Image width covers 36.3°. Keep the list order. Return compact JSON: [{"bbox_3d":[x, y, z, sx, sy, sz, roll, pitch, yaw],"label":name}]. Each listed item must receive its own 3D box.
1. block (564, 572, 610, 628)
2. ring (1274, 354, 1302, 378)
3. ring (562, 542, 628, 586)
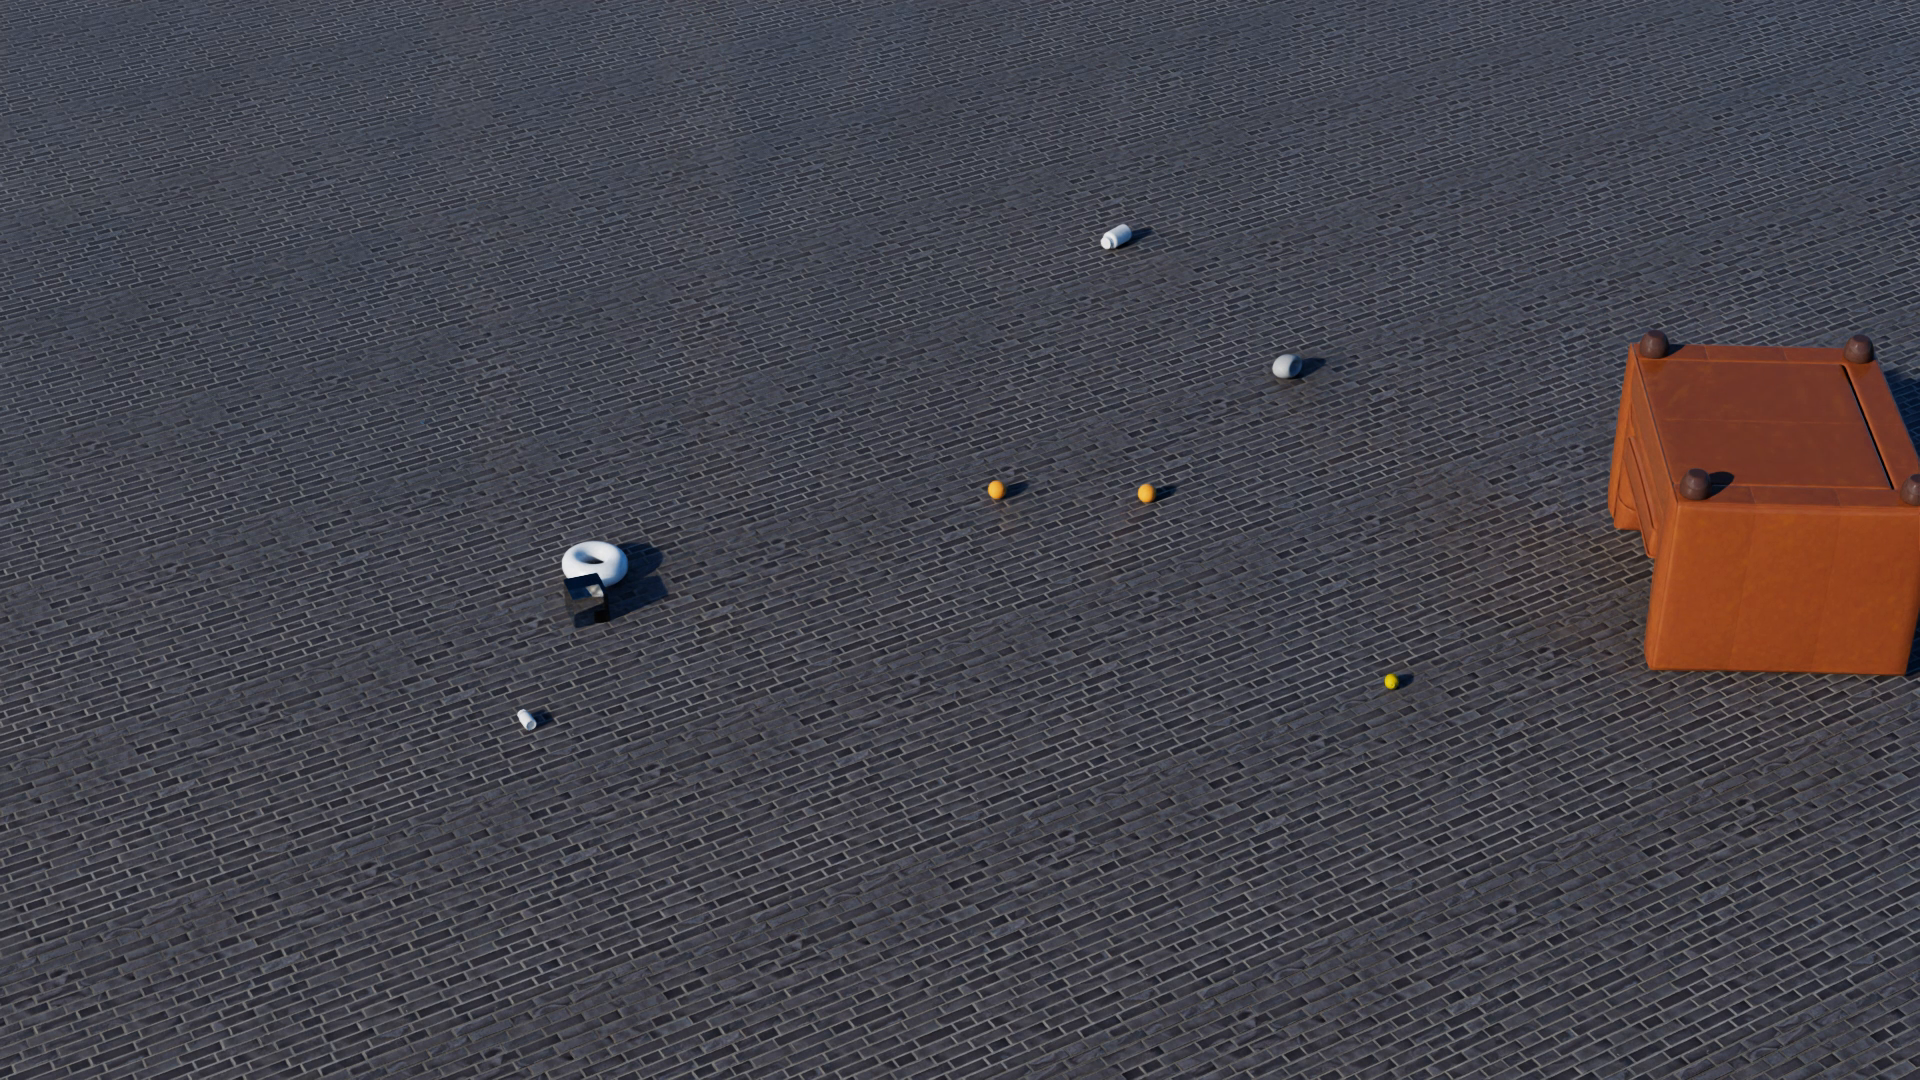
[{"bbox_3d":[-1.338,0.216,10.505,0.128,0.122,0.141,-12,35,-17],"label":"block"},{"bbox_3d":[1.333,-0.707,11.935,0.078,0.094,0.150,8,23,34],"label":"ring"},{"bbox_3d":[-1.335,0.089,10.728,0.253,0.090,0.231,21,38,30],"label":"ring"}]
